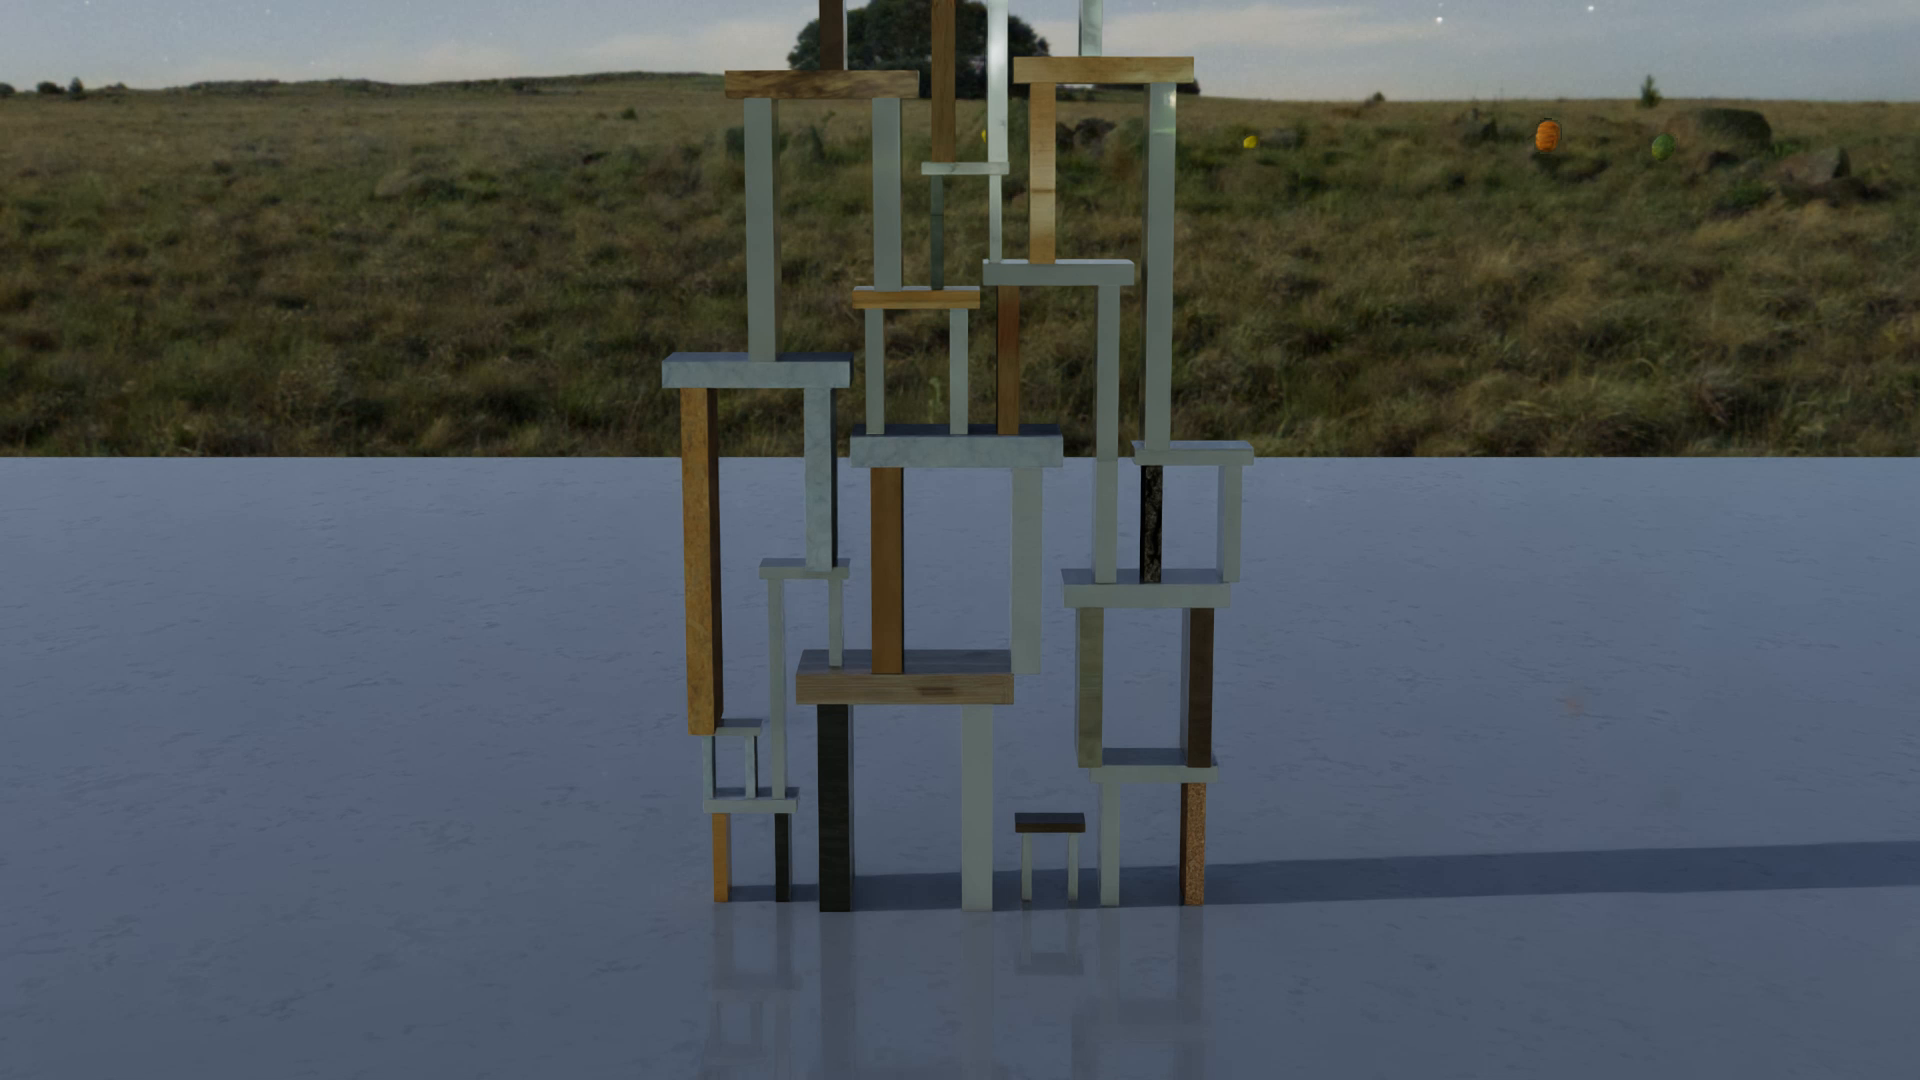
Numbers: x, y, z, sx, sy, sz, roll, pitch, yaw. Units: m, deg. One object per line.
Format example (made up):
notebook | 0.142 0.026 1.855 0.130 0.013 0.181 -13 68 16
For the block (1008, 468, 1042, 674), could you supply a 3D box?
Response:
block | 0.106 0.035 3.564 0.047 0.334 0.167 0 11 0

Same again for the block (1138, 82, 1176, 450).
block | 0.312 -0.433 3.484 0.039 0.567 0.138 0 10 0

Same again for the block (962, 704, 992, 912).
block | 0.028 0.419 3.637 0.049 0.348 0.174 0 11 0

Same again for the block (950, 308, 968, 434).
block | -0.002 -0.273 3.505 0.028 0.199 0.099 0 11 0

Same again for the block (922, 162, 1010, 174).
block | 0.009 -0.583 3.446 0.136 0.019 0.068 0 11 1

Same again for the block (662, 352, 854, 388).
block | -0.319 -0.271 3.510 0.293 0.042 0.147 0 11 0

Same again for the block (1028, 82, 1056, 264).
block | 0.128 -0.577 3.458 0.039 0.275 0.138 0 10 0

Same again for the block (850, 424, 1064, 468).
block | -0.005 -0.152 3.530 0.334 0.047 0.167 0 11 0

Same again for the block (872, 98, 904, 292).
block | -0.112 -0.543 3.456 0.042 0.294 0.147 0 11 0

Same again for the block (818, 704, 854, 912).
block | -0.204 0.419 3.637 0.049 0.348 0.174 0 11 0

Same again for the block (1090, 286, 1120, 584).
block | 0.233 -0.174 3.527 0.033 0.474 0.118 0 11 0

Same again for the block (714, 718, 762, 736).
block | -0.379 0.308 3.618 0.104 0.015 0.052 0 11 0

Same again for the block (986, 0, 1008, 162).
block | 0.057 -0.777 3.408 0.031 0.375 0.108 0 11 -1

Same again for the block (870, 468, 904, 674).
block | -0.117 0.035 3.565 0.047 0.334 0.167 0 11 0

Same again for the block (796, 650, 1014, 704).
block | -0.088 0.223 3.600 0.348 0.049 0.174 0 11 0

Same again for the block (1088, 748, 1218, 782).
block | 0.316 0.371 3.624 0.209 0.030 0.104 0 11 0

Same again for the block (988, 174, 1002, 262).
block | 0.056 -0.507 3.462 0.019 0.136 0.068 0 11 0

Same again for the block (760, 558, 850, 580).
block | -0.251 0.046 3.573 0.144 0.020 0.072 0 10 0

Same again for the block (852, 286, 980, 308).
block | -0.068 -0.385 3.484 0.199 0.028 0.099 0 11 0

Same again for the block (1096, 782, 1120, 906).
block | 0.246 0.488 3.646 0.030 0.209 0.104 0 11 0

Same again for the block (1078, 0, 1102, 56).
block | 0.202 -0.855 3.398 0.031 0.216 0.108 0 11 0

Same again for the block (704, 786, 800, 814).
block | -0.344 0.430 3.636 0.153 0.022 0.077 0 11 0

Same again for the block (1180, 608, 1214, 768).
block | 0.387 0.226 3.598 0.037 0.265 0.132 0 11 0

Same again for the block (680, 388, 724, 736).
block | -0.417 0.025 3.565 0.042 0.562 0.147 0 11 0

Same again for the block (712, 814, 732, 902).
block | -0.395 0.515 3.652 0.022 0.153 0.077 0 11 0

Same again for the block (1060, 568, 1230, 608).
block | 0.299 0.078 3.570 0.265 0.037 0.132 0 11 0

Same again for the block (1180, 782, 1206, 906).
block | 0.385 0.488 3.646 0.030 0.209 0.104 0 11 0

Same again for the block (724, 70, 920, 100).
block | -0.211 -0.708 3.424 0.294 0.042 0.147 0 11 0

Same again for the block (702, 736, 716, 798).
block | -0.414 0.367 3.629 0.015 0.104 0.052 0 11 0

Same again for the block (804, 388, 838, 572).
block | -0.223 -0.107 3.541 0.042 0.293 0.147 0 10 1

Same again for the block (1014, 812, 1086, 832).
block | 0.149 0.469 3.647 0.115 0.016 0.058 0 11 0

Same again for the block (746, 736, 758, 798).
block | -0.344 0.367 3.629 0.015 0.104 0.052 0 11 0

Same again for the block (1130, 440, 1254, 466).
block | 0.371 -0.140 3.532 0.189 0.027 0.095 0 10 0

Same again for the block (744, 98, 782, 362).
block | -0.309 -0.489 3.465 0.042 0.403 0.147 0 11 0

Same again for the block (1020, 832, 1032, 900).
block | 0.110 0.533 3.659 0.016 0.115 0.058 0 11 0

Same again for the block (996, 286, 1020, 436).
block | 0.076 -0.292 3.504 0.033 0.236 0.118 0 11 0

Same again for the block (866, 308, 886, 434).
block | -0.134 -0.273 3.504 0.028 0.199 0.099 0 11 0

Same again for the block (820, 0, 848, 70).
block | -0.196 -0.854 3.396 0.036 0.256 0.128 0 11 0

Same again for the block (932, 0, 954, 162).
block | -0.026 -0.788 3.414 0.036 0.394 0.128 0 11 0

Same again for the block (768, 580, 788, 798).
block | -0.298 0.237 3.608 0.020 0.367 0.072 0 11 0

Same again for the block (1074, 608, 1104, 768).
block | 0.210 0.226 3.598 0.037 0.265 0.132 0 11 0

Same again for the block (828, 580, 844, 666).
block | -0.202 0.127 3.588 0.020 0.144 0.072 0 11 0

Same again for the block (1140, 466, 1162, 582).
block | 0.308 -0.034 3.551 0.027 0.189 0.095 0 10 0

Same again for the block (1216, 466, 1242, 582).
block | 0.435 -0.034 3.551 0.027 0.189 0.095 0 11 0

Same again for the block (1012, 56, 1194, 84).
block | 0.220 -0.731 3.429 0.275 0.039 0.138 0 11 0

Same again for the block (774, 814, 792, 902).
block | -0.293 0.515 3.652 0.022 0.153 0.077 0 11 0

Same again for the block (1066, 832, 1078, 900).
block | 0.187 0.533 3.659 0.016 0.115 0.058 0 11 0

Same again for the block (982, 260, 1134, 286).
block | 0.154 -0.424 3.480 0.236 0.033 0.118 0 11 0

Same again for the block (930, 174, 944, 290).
block | -0.036 -0.486 3.464 0.019 0.178 0.068 0 11 0
